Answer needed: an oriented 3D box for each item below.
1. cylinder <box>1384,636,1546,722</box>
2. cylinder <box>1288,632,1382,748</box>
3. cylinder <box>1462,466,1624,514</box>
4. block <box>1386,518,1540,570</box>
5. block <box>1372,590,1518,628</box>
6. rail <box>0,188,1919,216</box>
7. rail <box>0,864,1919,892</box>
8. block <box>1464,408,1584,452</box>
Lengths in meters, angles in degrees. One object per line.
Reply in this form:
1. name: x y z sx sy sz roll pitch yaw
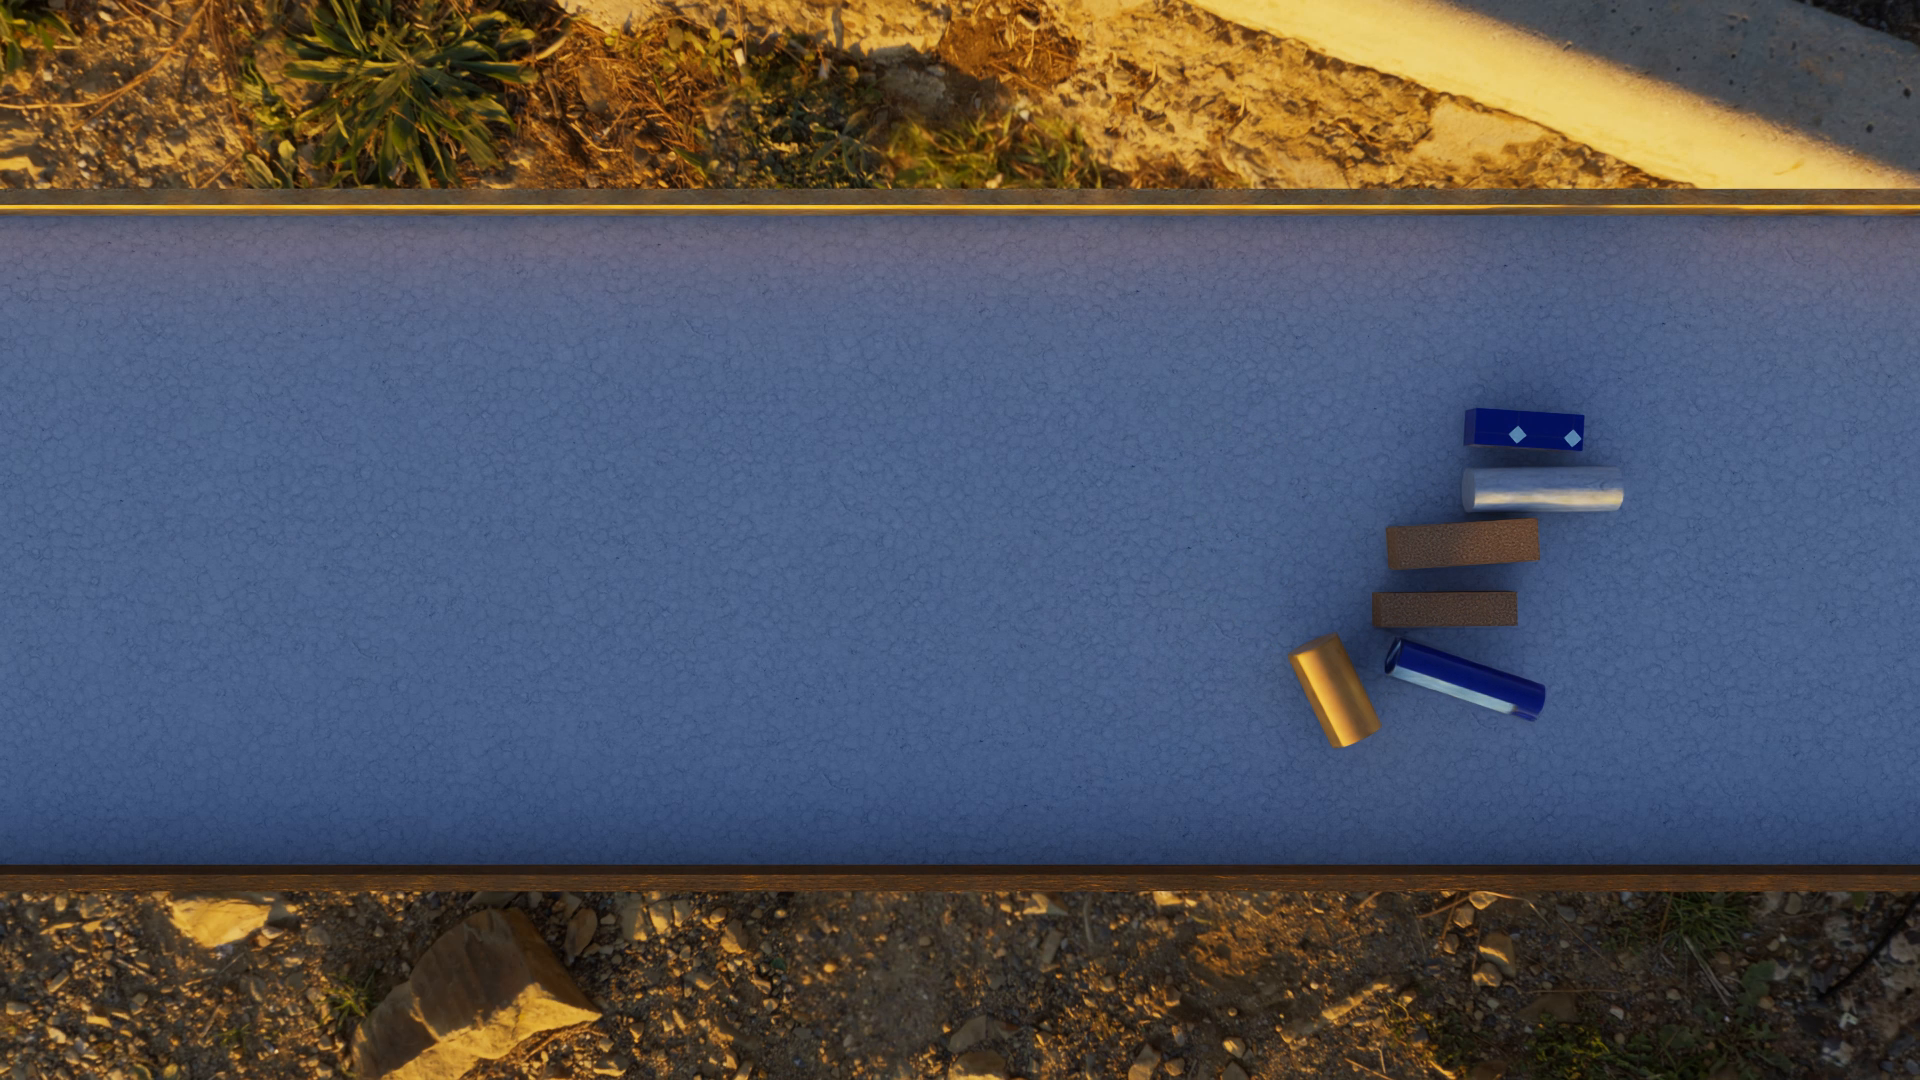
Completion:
1. cylinder: 1.535 0.424 5.017 0.460 0.120 0.120 18 90 0
2. cylinder: 1.134 0.455 4.994 0.165 0.165 0.307 -26 90 0
3. cylinder: 1.766 -0.154 5.007 0.444 0.139 0.139 -1 90 0
4. block: 1.526 0.011 5.012 0.423 0.129 0.129 -4 90 0
5. block: 1.475 0.210 5.025 0.412 0.103 0.103 -1 90 0
6. rail: -2.247 -1.025 5.002 12.000 0.150 0.050 0 90 0
7. rail: -2.247 1.025 5.001 12.000 0.150 0.050 0 90 0
8. block: 1.715 -0.333 5.022 0.327 0.109 0.109 4 90 0
